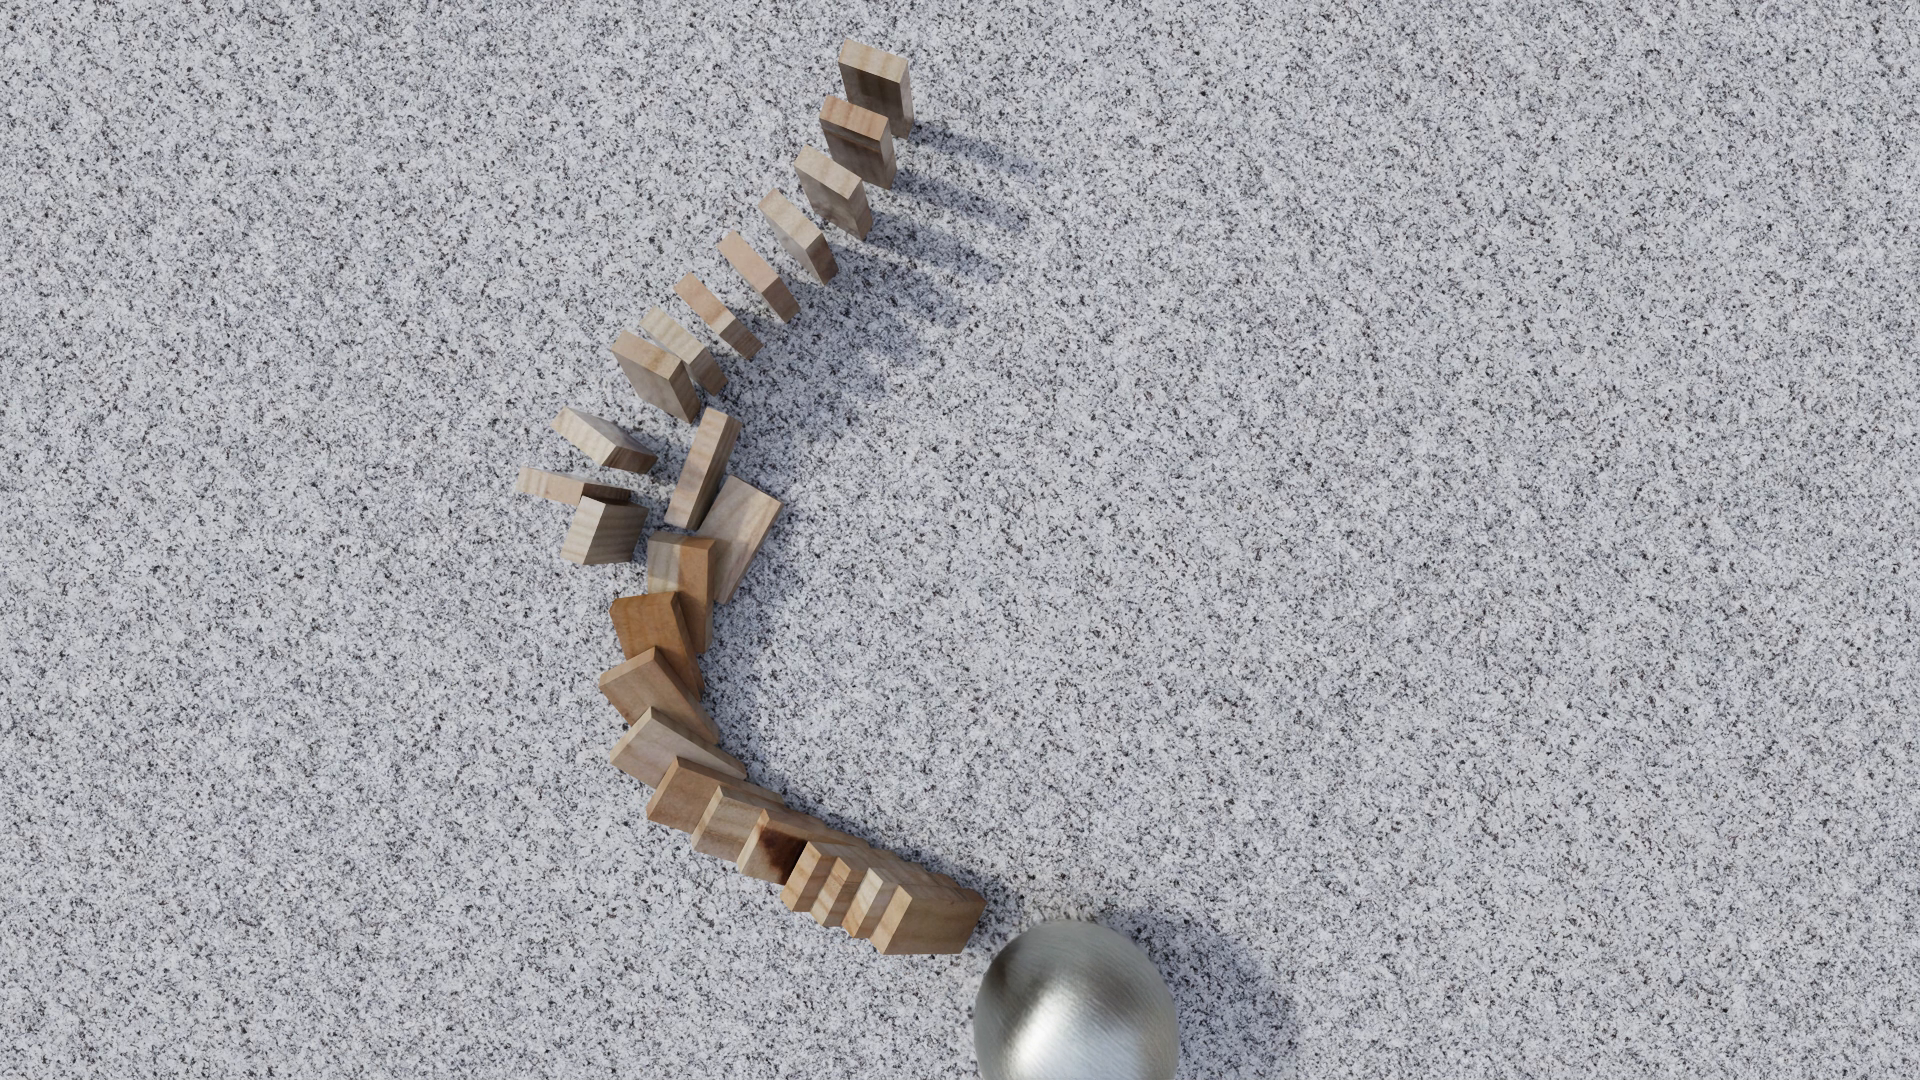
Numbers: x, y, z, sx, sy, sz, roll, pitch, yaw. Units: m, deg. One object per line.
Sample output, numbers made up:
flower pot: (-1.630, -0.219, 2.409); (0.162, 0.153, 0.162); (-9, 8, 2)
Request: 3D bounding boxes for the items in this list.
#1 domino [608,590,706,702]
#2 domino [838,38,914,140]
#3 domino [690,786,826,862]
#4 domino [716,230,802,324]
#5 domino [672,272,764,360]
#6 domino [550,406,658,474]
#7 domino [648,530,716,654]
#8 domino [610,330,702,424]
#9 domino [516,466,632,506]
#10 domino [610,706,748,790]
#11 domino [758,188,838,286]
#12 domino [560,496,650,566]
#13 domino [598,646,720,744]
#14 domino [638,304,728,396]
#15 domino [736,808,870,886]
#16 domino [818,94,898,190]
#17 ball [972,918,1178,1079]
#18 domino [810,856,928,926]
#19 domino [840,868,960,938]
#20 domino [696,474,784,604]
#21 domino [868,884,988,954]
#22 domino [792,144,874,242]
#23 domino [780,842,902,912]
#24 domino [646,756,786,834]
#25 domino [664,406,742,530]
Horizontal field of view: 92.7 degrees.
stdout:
domino: (-0.126, 0.046, 0.384); (0.025, 0.010, 0.050); (-8, 119, 0)
domino: (-0.033, -0.183, 0.375); (0.025, 0.050, 0.009); (19, 90, 0)
domino: (-0.084, 0.124, 0.384); (0.050, 0.009, 0.025); (28, 90, -27)
domino: (-0.081, -0.107, 0.375); (0.009, 0.050, 0.025); (-44, 90, 0)
domino: (-0.098, -0.091, 0.375); (0.010, 0.050, 0.025); (-45, 90, 0)
domino: (-0.144, -0.040, 0.375); (0.025, 0.050, 0.010); (38, 90, 0)
domino: (-0.117, 0.022, 0.385); (0.025, 0.009, 0.050); (9, 115, 1)
domino: (-0.123, -0.065, 0.375); (0.025, 0.050, 0.009); (28, 75, 0)
domino: (-0.157, -0.021, 0.375); (0.025, 0.050, 0.009); (15, 90, 0)
domino: (-0.117, 0.094, 0.384); (0.025, 0.009, 0.050); (-48, 118, 1)
domino: (-0.065, -0.123, 0.375); (0.025, 0.050, 0.010); (43, 90, 0)
domino: (-0.144, -0.004, 0.375); (0.009, 0.050, 0.025); (21, 90, 0)
domino: (-0.125, 0.071, 0.384); (0.025, 0.010, 0.050); (-27, 119, 0)
domino: (-0.112, -0.076, 0.375); (0.025, 0.050, 0.010); (40, 83, 0)
domino: (-0.065, 0.133, 0.384); (0.050, 0.010, 0.025); (28, 90, -27)
domino: (-0.041, -0.161, 0.375); (0.025, 0.050, 0.009); (21, 90, 0)
ball: (0.045, 0.192, 0.360); (0.080, 0.080, 0.080); (0, 90, 0)
domino: (-0.036, 0.146, 0.379); (0.009, 0.050, 0.025); (28, 91, 44)
domino: (-0.024, 0.151, 0.379); (0.009, 0.050, 0.025); (28, 90, 44)
domino: (-0.099, 0.000, 0.395); (0.025, 0.009, 0.050); (30, 90, 0)
domino: (-0.012, 0.157, 0.379); (0.009, 0.050, 0.025); (28, 90, 44)
domino: (-0.051, -0.141, 0.375); (0.025, 0.050, 0.009); (32, 90, 0)
domino: (-0.048, 0.140, 0.379); (0.009, 0.050, 0.025); (28, 90, 44)
domino: (-0.102, 0.112, 0.384); (0.050, 0.010, 0.025); (30, 91, -27)
domino: (-0.108, -0.029, 0.388); (0.009, 0.025, 0.050); (21, 90, 0)
